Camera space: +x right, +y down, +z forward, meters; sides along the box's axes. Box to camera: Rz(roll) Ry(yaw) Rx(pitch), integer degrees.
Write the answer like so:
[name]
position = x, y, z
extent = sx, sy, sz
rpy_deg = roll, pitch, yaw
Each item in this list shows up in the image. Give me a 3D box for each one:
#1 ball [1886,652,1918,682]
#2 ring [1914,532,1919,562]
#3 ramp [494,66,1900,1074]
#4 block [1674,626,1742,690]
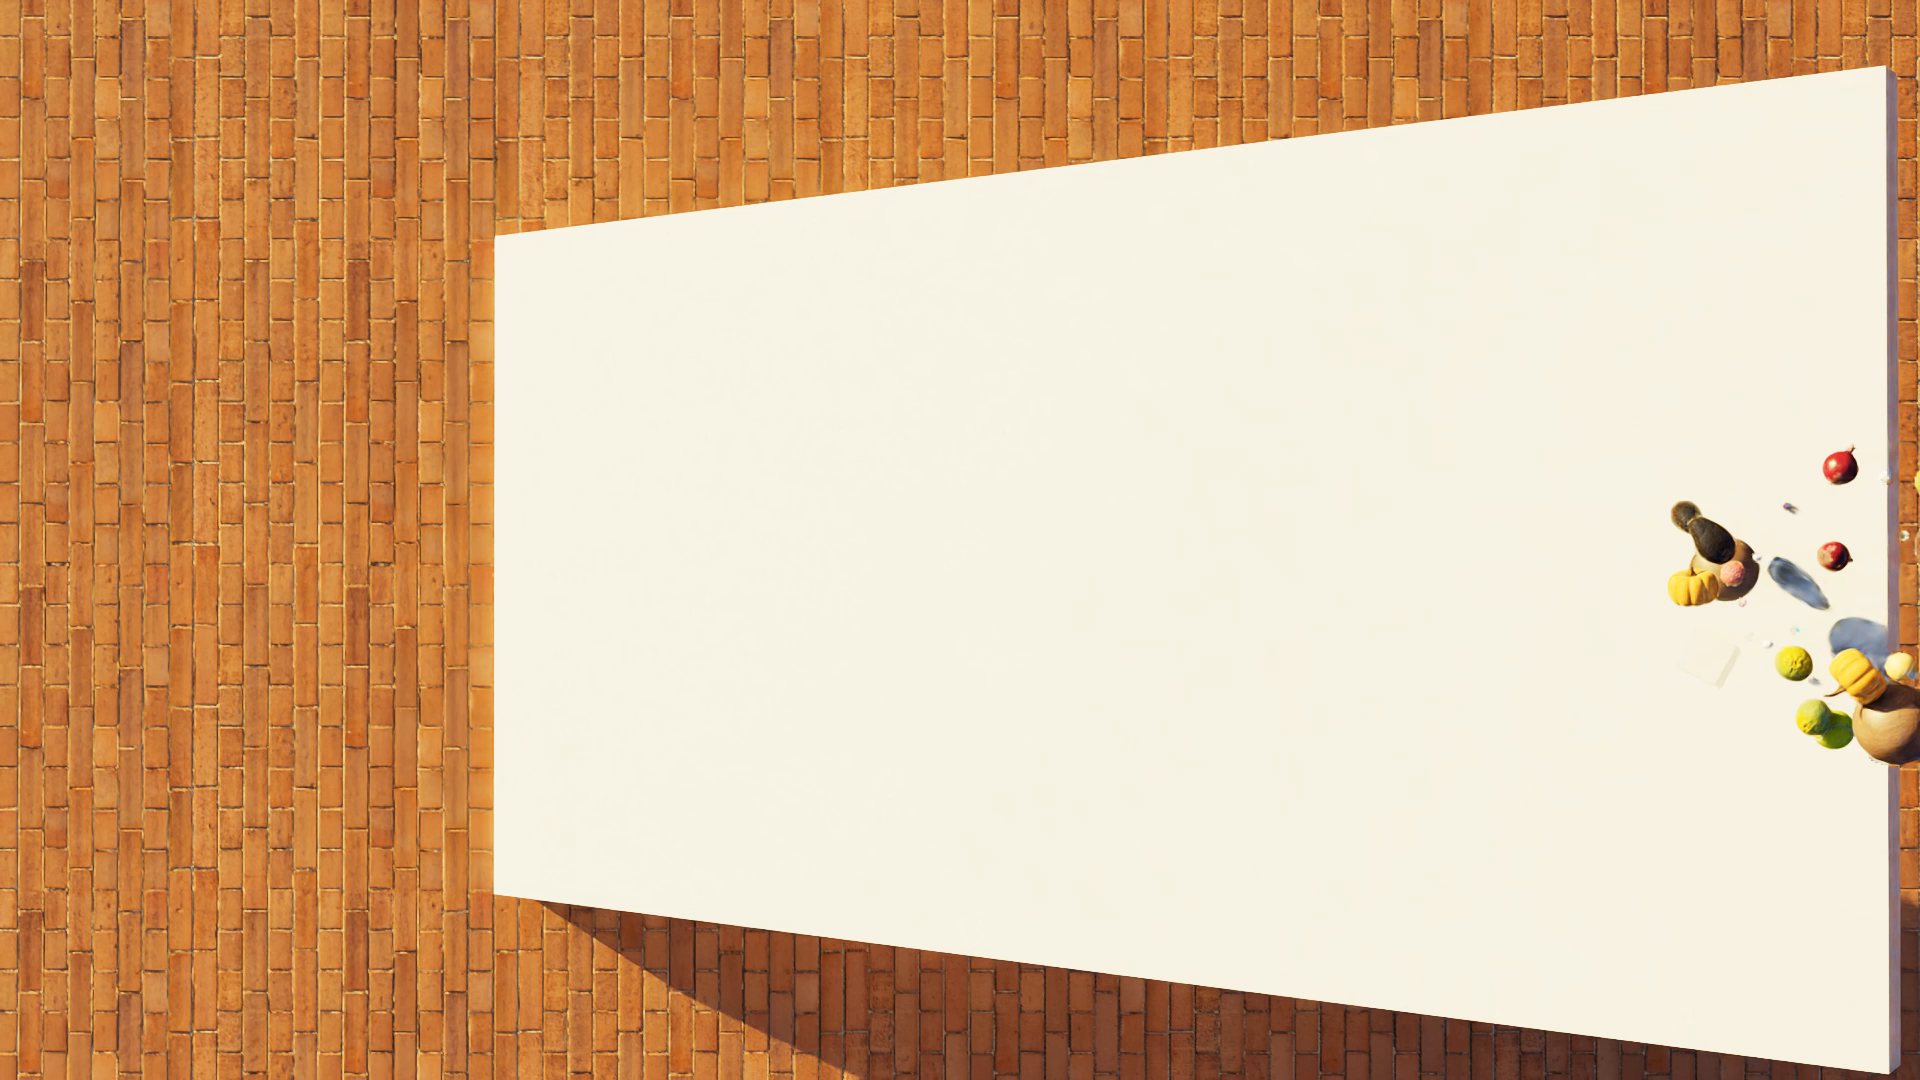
[ball]
position = 1.767, 0.239, 4.129
extent = 0.055, 0.055, 0.055
rpy_deg = 0, 90, 0
[ring]
position = 1.548, 0.021, 3.480
extent = 0.032, 0.095, 0.095
rpy_deg = -19, 90, -8
[ramp]
position = 0.241, 0.067, 5.564
extent = 4.000, 0.100, 2.000
rpy_deg = 0, 89, 36
[block]
position = 1.400, 0.220, 4.115
extent = 0.082, 0.082, 0.082
rpy_deg = 30, 94, 27
